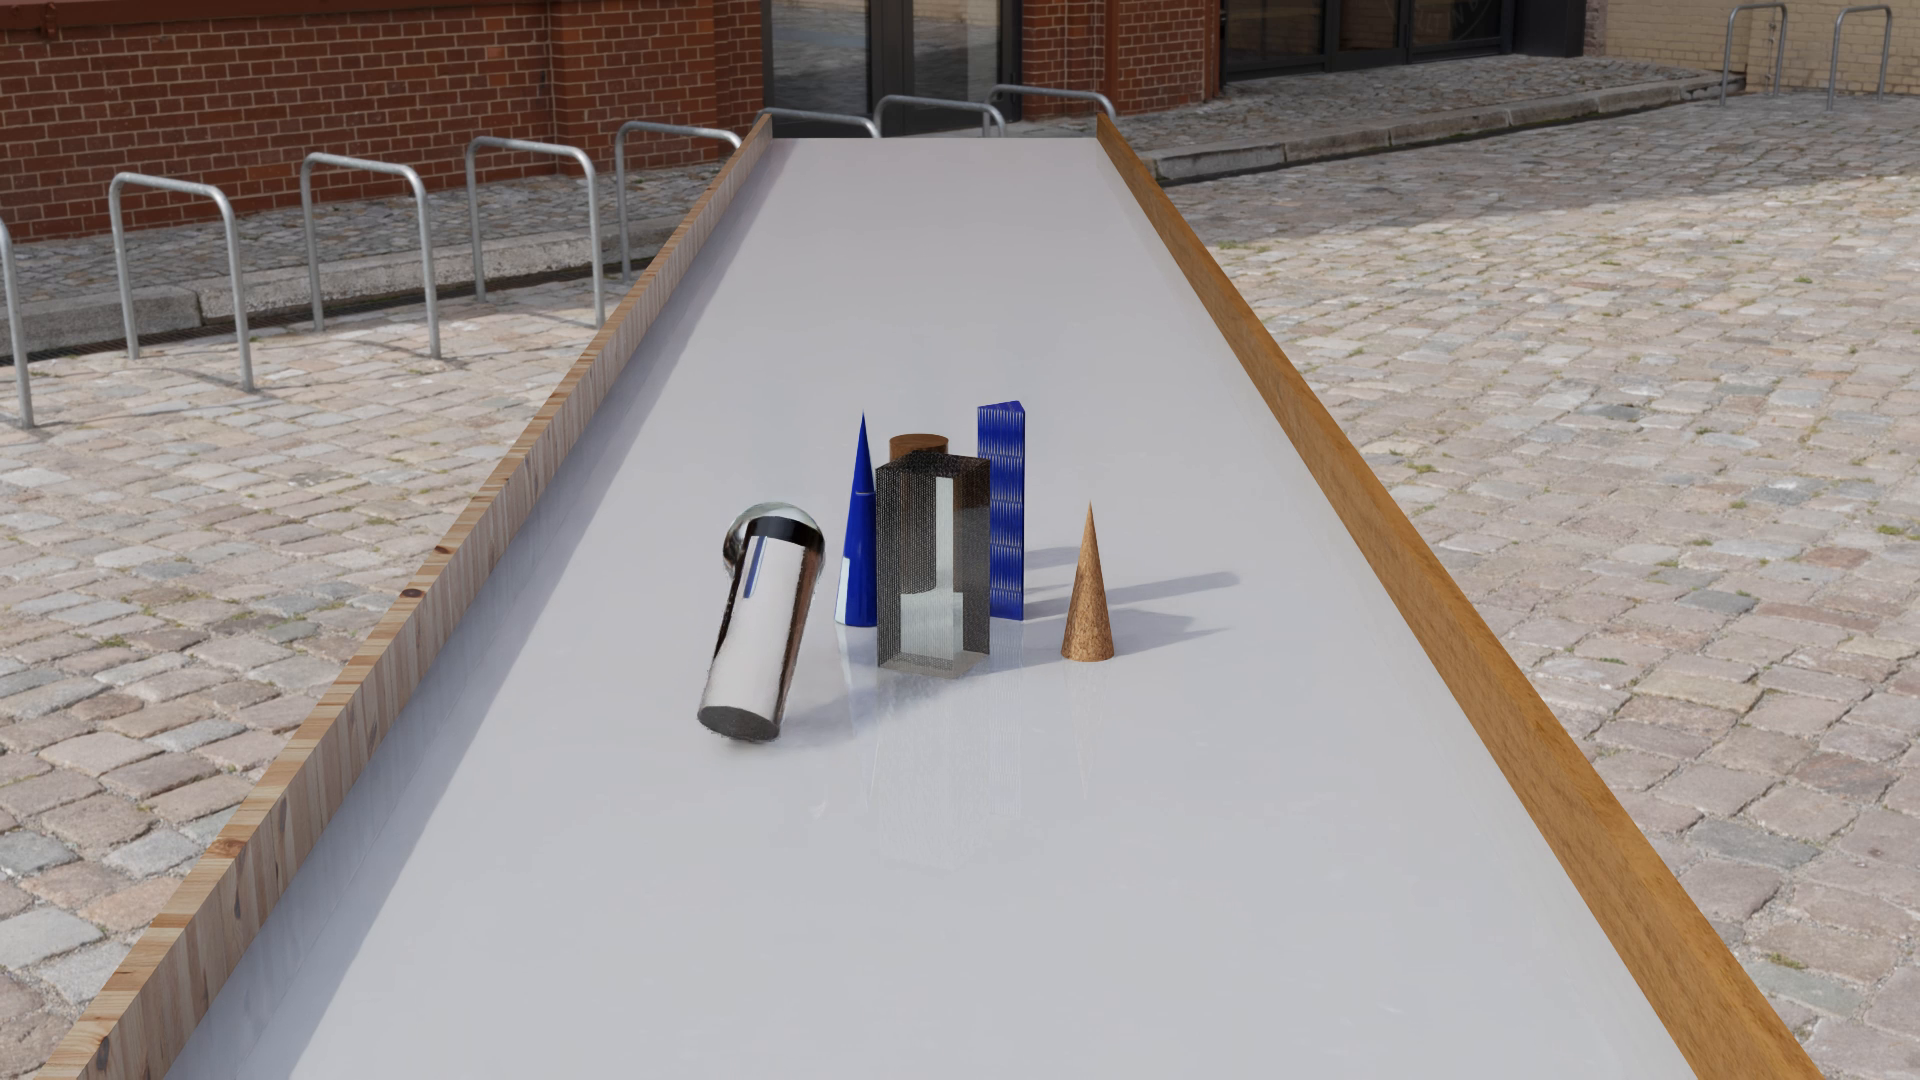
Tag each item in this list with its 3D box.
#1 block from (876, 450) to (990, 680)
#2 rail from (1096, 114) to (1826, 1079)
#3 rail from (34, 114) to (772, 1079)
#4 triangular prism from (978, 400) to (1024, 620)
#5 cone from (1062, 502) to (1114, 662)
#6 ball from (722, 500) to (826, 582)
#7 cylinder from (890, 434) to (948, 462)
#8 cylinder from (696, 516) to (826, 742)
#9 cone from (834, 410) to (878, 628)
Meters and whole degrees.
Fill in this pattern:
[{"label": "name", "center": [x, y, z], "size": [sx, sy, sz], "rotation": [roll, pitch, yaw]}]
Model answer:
[{"label": "block", "center": [-0.052, 0.047, 4.354], "size": [0.167, 0.408, 0.167], "rotation": [8, 18, 25]}, {"label": "rail", "center": [0.932, -0.844, 7.801], "size": [0.050, 0.150, 12.000], "rotation": [0, 17, -1]}, {"label": "rail", "center": [-1.118, -0.838, 7.780], "size": [0.050, 0.150, 12.000], "rotation": [0, 17, -1]}, {"label": "triangular prism", "center": [0.103, -0.064, 4.649], "size": [0.106, 0.453, 0.091], "rotation": [7, 18, 23]}, {"label": "cone", "center": [0.259, 0.073, 4.410], "size": [0.108, 0.325, 0.108], "rotation": [0, 17, 0]}, {"label": "ball", "center": [-0.362, 0.025, 4.285], "size": [0.202, 0.202, 0.202], "rotation": [0, 17, 0]}, {"label": "cylinder", "center": [-0.091, -0.068, 4.900], "size": [0.132, 0.317, 0.132], "rotation": [0, 17, 0]}, {"label": "cylinder", "center": [-0.361, 0.161, 4.022], "size": [0.150, 0.387, 0.150], "rotation": [10, -27, 5]}, {"label": "cone", "center": [-0.201, -0.054, 4.611], "size": [0.136, 0.455, 0.136], "rotation": [0, 17, 0]}]
